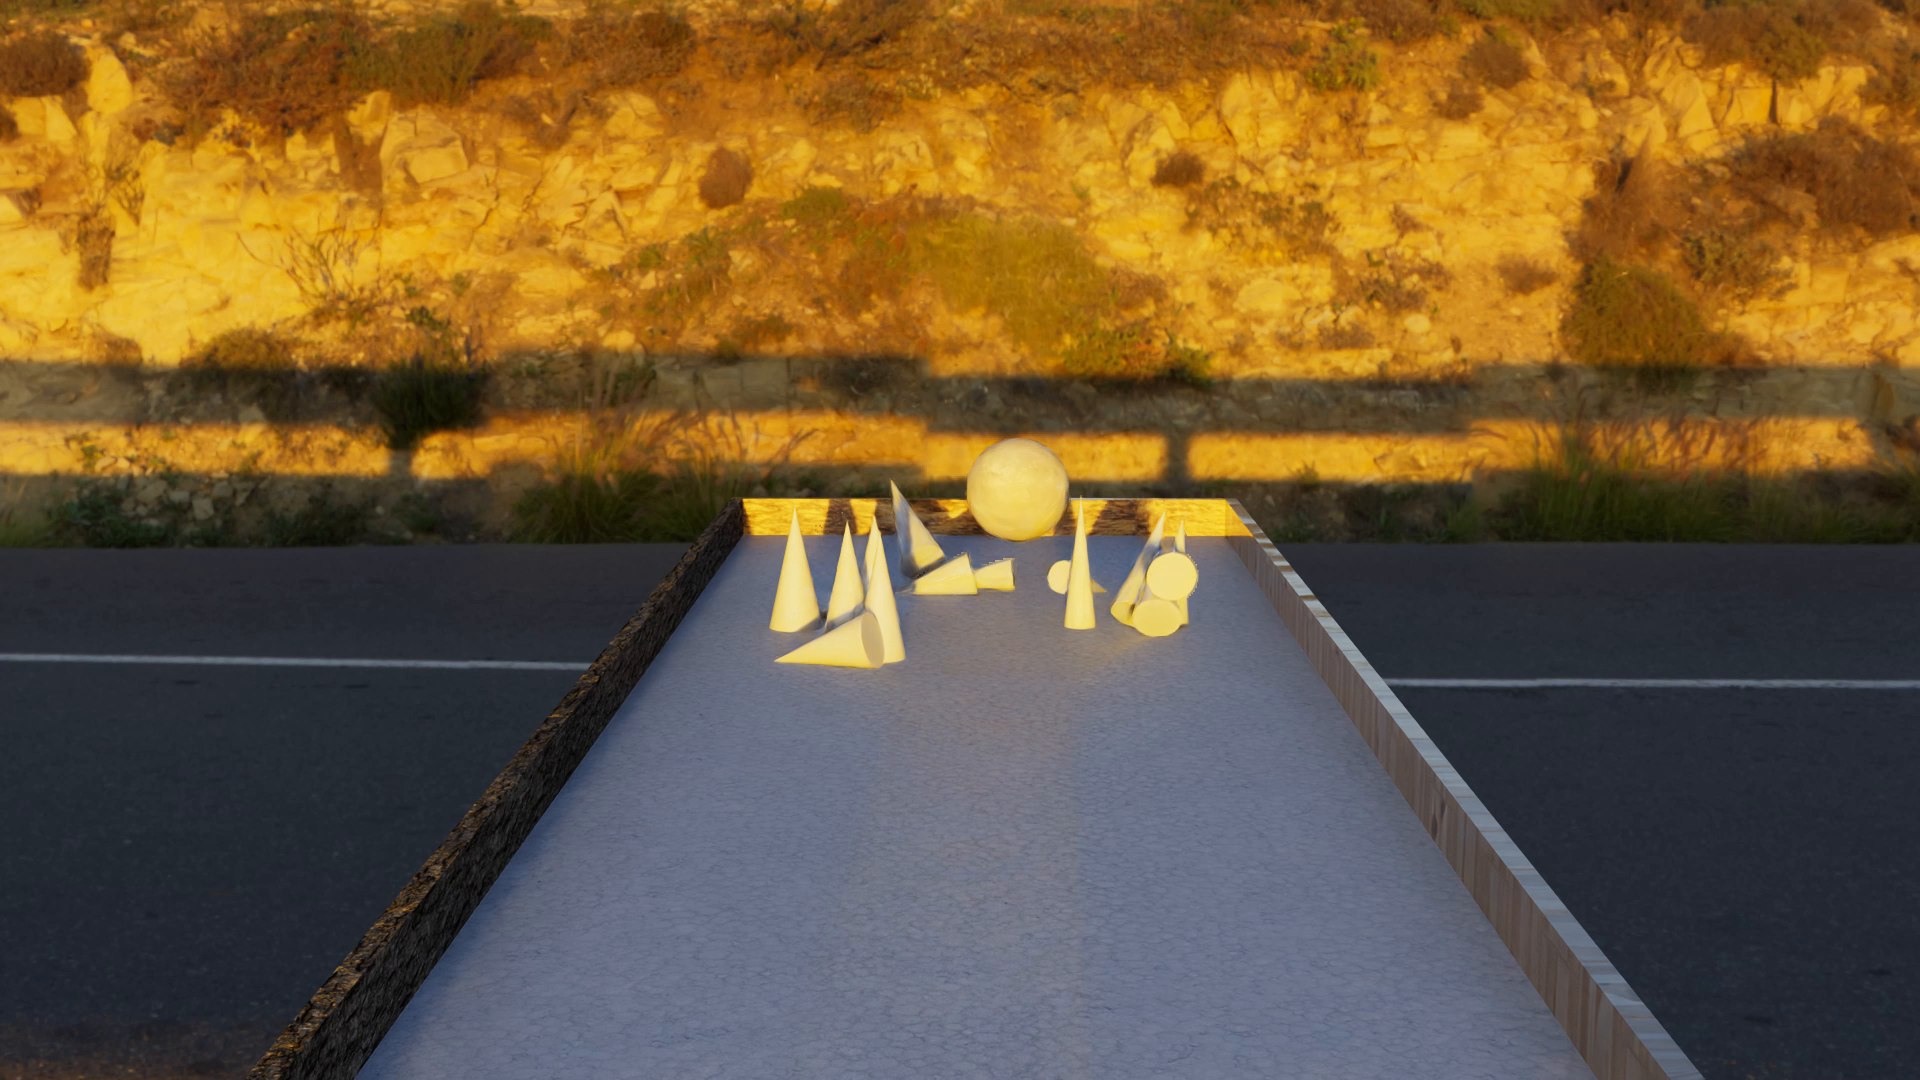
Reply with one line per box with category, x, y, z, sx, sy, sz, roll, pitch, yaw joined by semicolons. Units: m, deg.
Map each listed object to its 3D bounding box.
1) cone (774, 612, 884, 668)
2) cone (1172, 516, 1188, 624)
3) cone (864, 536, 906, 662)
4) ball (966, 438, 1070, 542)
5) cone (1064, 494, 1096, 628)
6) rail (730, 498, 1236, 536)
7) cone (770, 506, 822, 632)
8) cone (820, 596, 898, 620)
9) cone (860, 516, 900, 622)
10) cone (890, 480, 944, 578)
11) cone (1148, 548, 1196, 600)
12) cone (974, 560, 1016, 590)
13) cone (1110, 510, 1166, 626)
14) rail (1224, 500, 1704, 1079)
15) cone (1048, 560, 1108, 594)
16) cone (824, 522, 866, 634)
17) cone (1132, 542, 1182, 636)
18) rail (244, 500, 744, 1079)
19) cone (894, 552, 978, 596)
cone;-0.415;0.334;6.632;0.333;0.173;0.173;-12;5;19
cone;0.708;0.095;7.222;0.138;0.350;0.138;8;-2;0
cone;-0.243;0.167;6.708;0.157;0.391;0.157;0;9;0
ball;0.222;-0.193;8.428;0.399;0.399;0.399;0;9;0
cone;0.394;0.067;7.197;0.106;0.435;0.106;0;9;0
rail;0.099;-0.098;9.147;2.100;0.150;0.050;0;9;1
cone;-0.537;0.087;7.185;0.176;0.400;0.176;0;9;0
cone;-0.389;0.240;7.216;0.388;0.118;0.118;-6;4;39
cone;-0.281;0.095;7.249;0.168;0.364;0.168;0;9;0
cone;-0.200;-0.075;8.190;0.171;0.171;0.449;-3;46;-20
cone;0.666;0.069;7.097;0.156;0.156;0.333;0;16;-1
cone;0.026;0.144;7.888;0.335;0.112;0.112;-7;8;7
cone;0.624;0.068;7.274;0.139;0.437;0.139;15;-31;10
rail;1.046;0.843;3.208;0.050;0.150;12.000;0;9;1
cone;0.440;0.155;7.645;0.110;0.110;0.438;4;-6;25
cone;-0.353;0.133;6.912;0.169;0.395;0.169;0;9;0
cone;0.646;0.123;7.152;0.157;0.157;0.395;1;40;7
rail;-1.004;0.839;3.234;0.050;0.150;12.000;0;9;1
cone;-0.101;0.156;7.779;0.303;0.156;0.156;-14;8;3
